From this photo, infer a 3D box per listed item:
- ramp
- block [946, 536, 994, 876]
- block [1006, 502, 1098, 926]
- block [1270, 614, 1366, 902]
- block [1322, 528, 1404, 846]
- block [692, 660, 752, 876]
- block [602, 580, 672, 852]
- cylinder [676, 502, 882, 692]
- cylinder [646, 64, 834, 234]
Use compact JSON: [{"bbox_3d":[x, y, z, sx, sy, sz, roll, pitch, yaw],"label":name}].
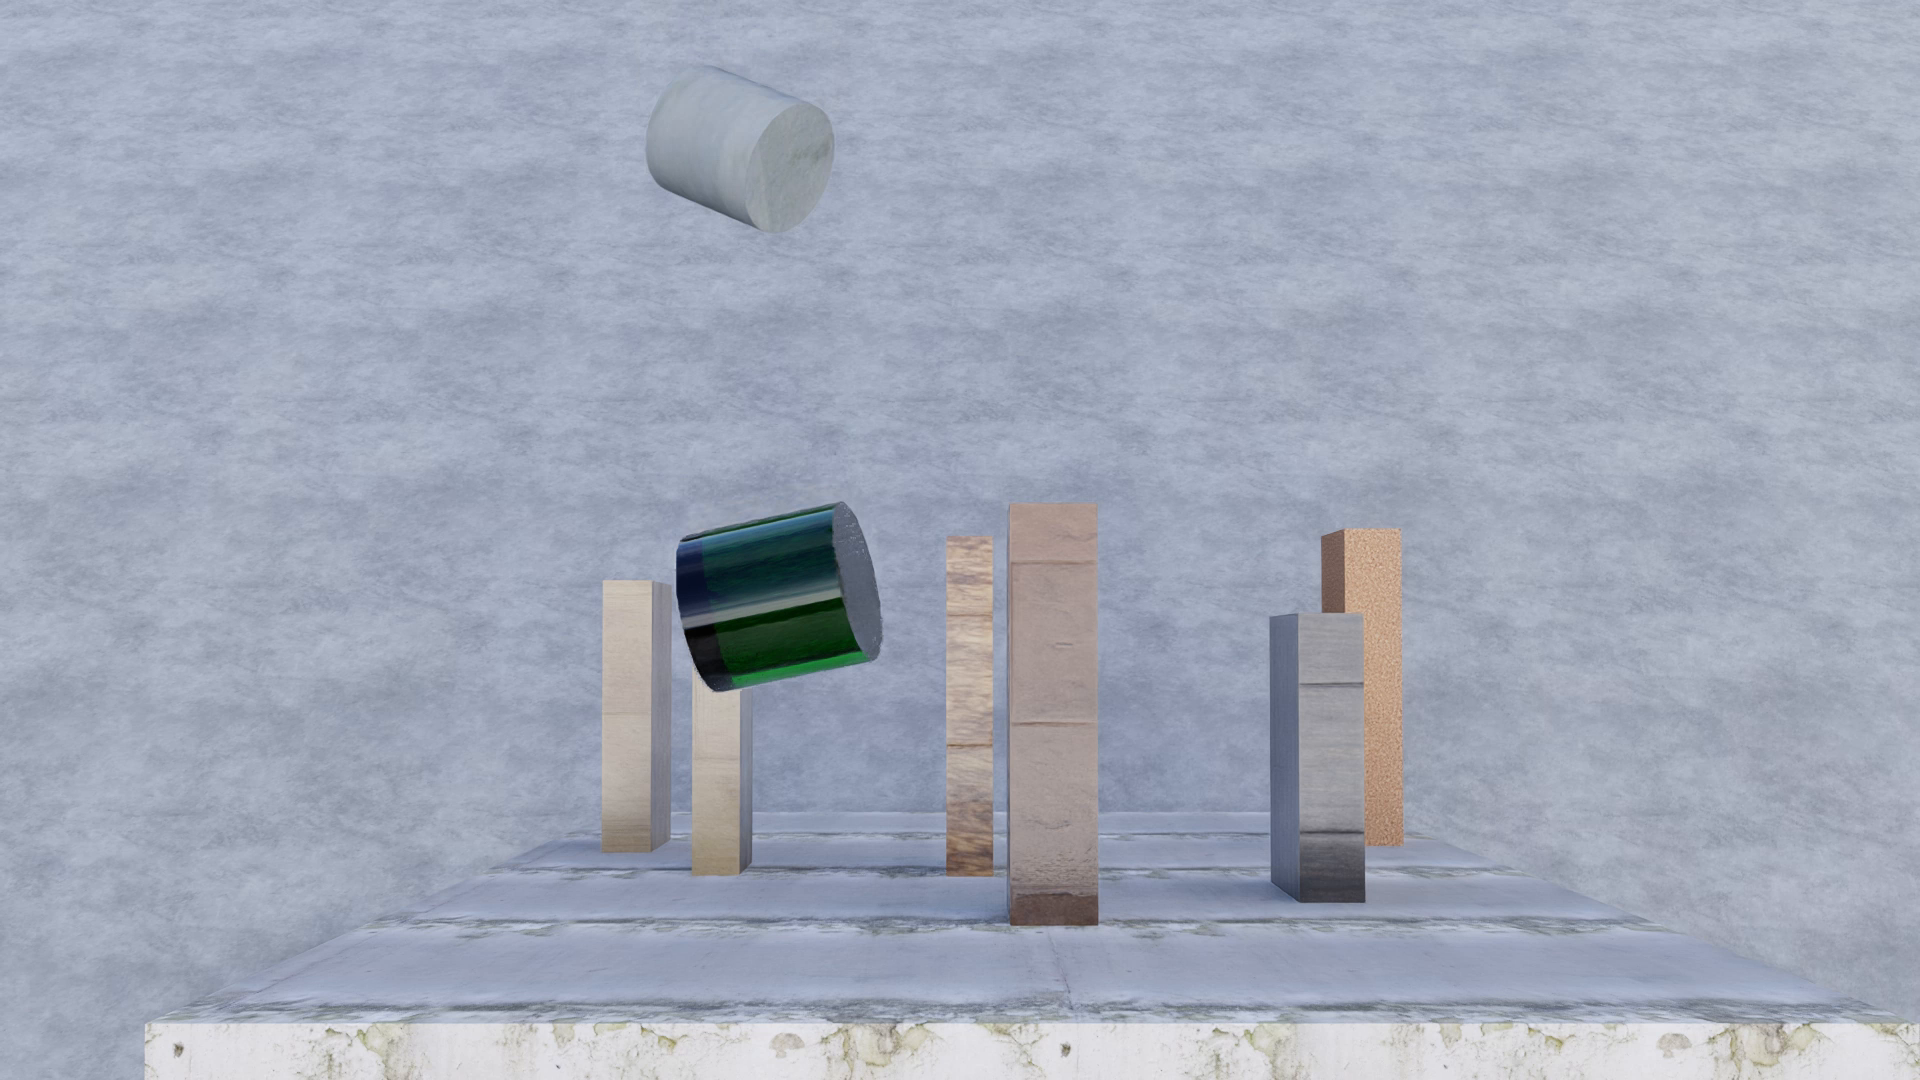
[{"bbox_3d":[0.081,0.685,4.929,2.000,0.100,4.000,0,-3,0],"label":"ramp"},{"bbox_3d":[0.018,0.321,5.085,0.088,0.641,0.353,0,-3,0],"label":"block"},{"bbox_3d":[0.145,0.275,4.172,0.135,0.651,0.315,0,-3,0],"label":"block"},{"bbox_3d":[0.626,0.376,4.588,0.110,0.487,0.409,0,-3,0],"label":"block"},{"bbox_3d":[0.909,0.330,5.895,0.124,0.695,0.372,0,-3,0],"label":"block"},{"bbox_3d":[-0.463,0.438,5.088,0.090,0.408,0.307,0,-3,0],"label":"block"},{"bbox_3d":[-0.706,0.382,5.702,0.103,0.575,0.386,0,-3,0],"label":"block"},{"bbox_3d":[-0.214,0.068,3.100,0.193,0.193,0.193,-12,36,11],"label":"cylinder"},{"bbox_3d":[-0.251,-0.447,2.971,0.153,0.153,0.153,26,44,30],"label":"cylinder"}]
